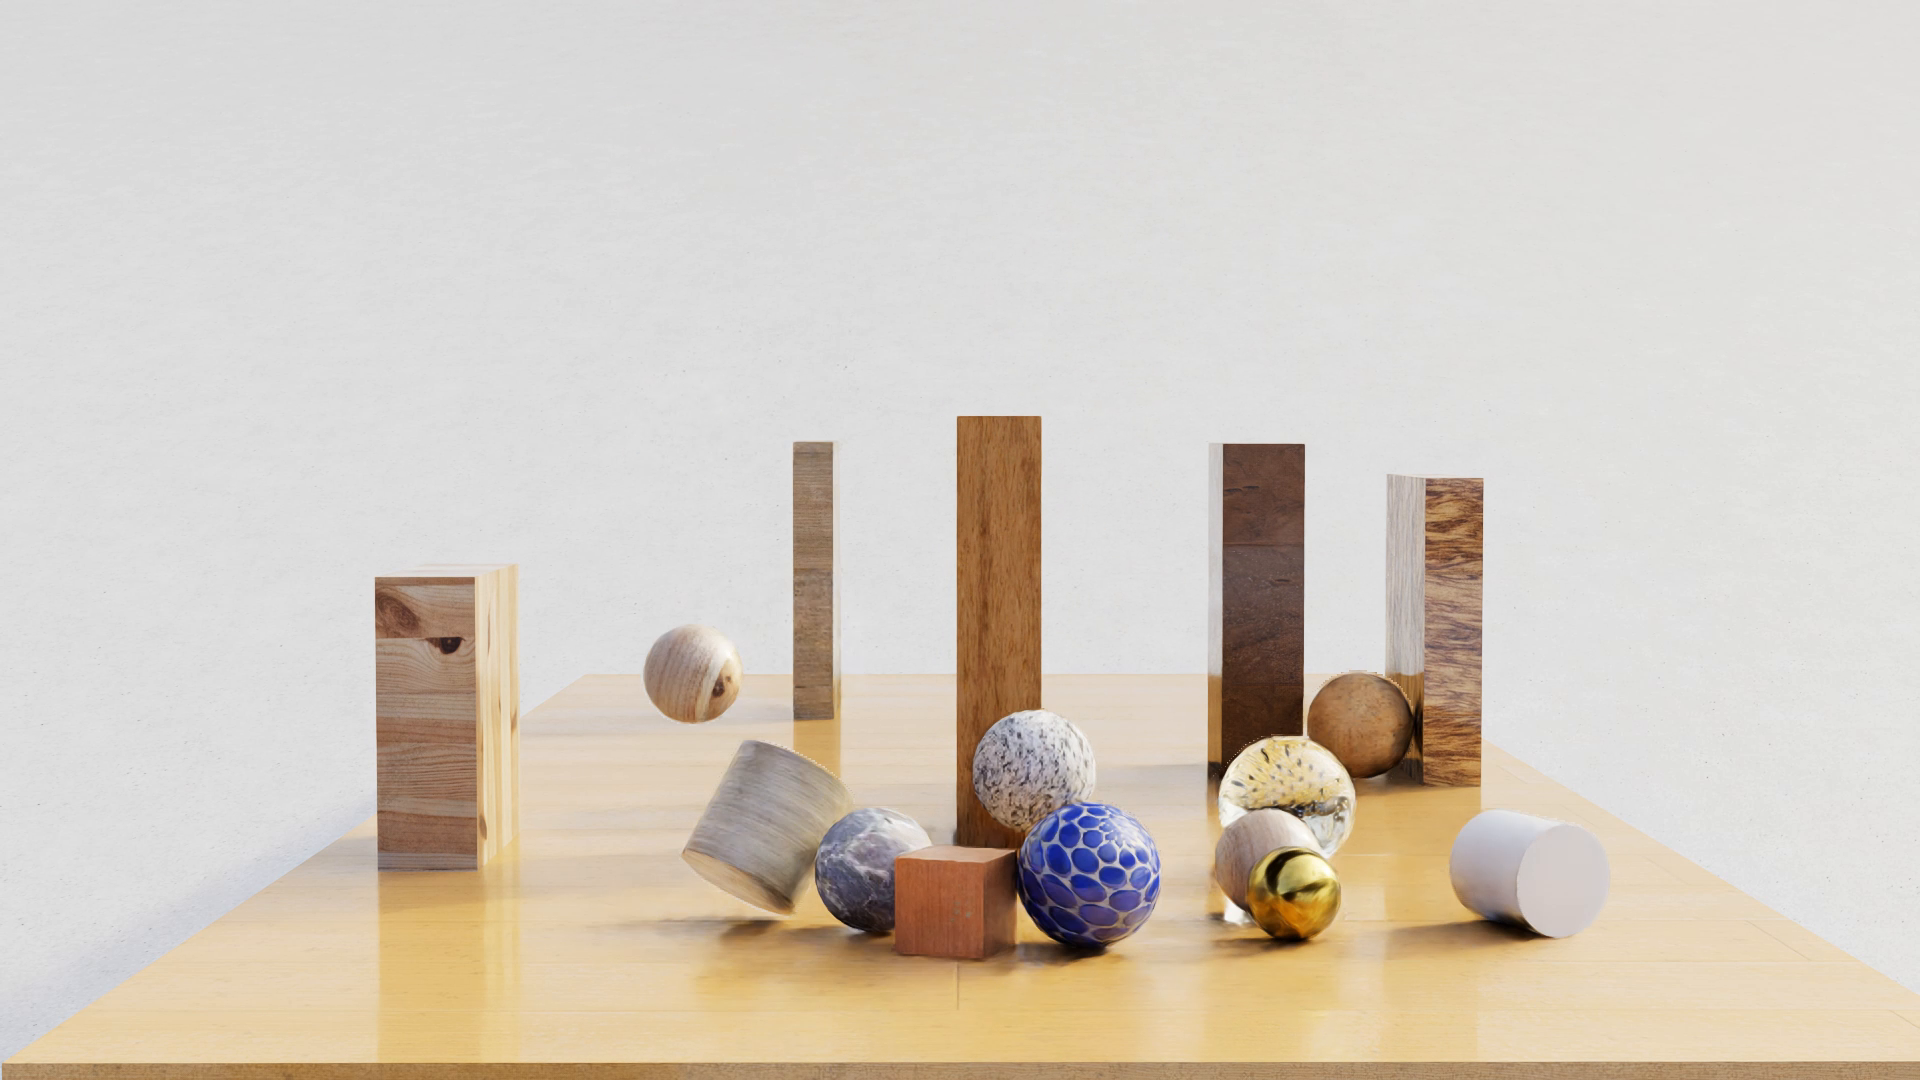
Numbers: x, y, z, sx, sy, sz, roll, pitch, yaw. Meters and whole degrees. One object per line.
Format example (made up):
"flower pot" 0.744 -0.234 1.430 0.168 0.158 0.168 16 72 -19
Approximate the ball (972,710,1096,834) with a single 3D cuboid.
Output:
"ball" 0.107 0.336 3.729 0.180 0.180 0.180 0 23 0

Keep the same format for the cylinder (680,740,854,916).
"cylinder" -0.244 0.366 3.268 0.162 0.162 0.162 15 66 31

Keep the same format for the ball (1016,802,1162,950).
"ball" 0.155 0.402 3.090 0.175 0.175 0.175 0 23 0

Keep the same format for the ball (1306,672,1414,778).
"ball" 0.712 0.330 4.579 0.189 0.189 0.189 0 23 0

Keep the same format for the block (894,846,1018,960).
"block" -0.005 0.432 3.082 0.113 0.113 0.113 1 1 21

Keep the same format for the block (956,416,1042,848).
"block" 0.058 0.132 3.932 0.126 0.642 0.243 0 3 0

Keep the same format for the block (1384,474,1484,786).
"block" 0.856 0.152 4.668 0.101 0.537 0.408 0 3 0

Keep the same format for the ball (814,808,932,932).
"ball" -0.104 0.409 3.191 0.154 0.154 0.154 0 23 0

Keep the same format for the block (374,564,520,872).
"block" -0.751 0.252 3.800 0.141 0.416 0.363 0 3 0

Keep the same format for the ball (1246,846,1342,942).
"ball" 0.405 0.430 3.131 0.116 0.116 0.116 0 23 0

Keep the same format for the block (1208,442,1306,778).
"block" 0.537 0.122 4.685 0.146 0.596 0.255 0 3 0

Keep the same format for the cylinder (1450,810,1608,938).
"cylinder" 0.709 0.415 3.213 0.139 0.139 0.139 -11 7 -24

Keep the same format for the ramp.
"ramp" 0.053 0.477 4.537 2.000 0.100 4.000 0 3 0

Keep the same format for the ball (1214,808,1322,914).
"ball" 0.394 0.413 3.287 0.138 0.138 0.138 0 23 0

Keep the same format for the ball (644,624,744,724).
"ball" -0.330 0.166 3.190 0.123 0.123 0.123 0 23 0

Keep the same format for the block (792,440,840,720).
"block" -0.314 0.080 5.664 0.086 0.595 0.325 0 3 0

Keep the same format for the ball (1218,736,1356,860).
"ball" 0.459 0.371 3.610 0.193 0.193 0.193 0 23 0
